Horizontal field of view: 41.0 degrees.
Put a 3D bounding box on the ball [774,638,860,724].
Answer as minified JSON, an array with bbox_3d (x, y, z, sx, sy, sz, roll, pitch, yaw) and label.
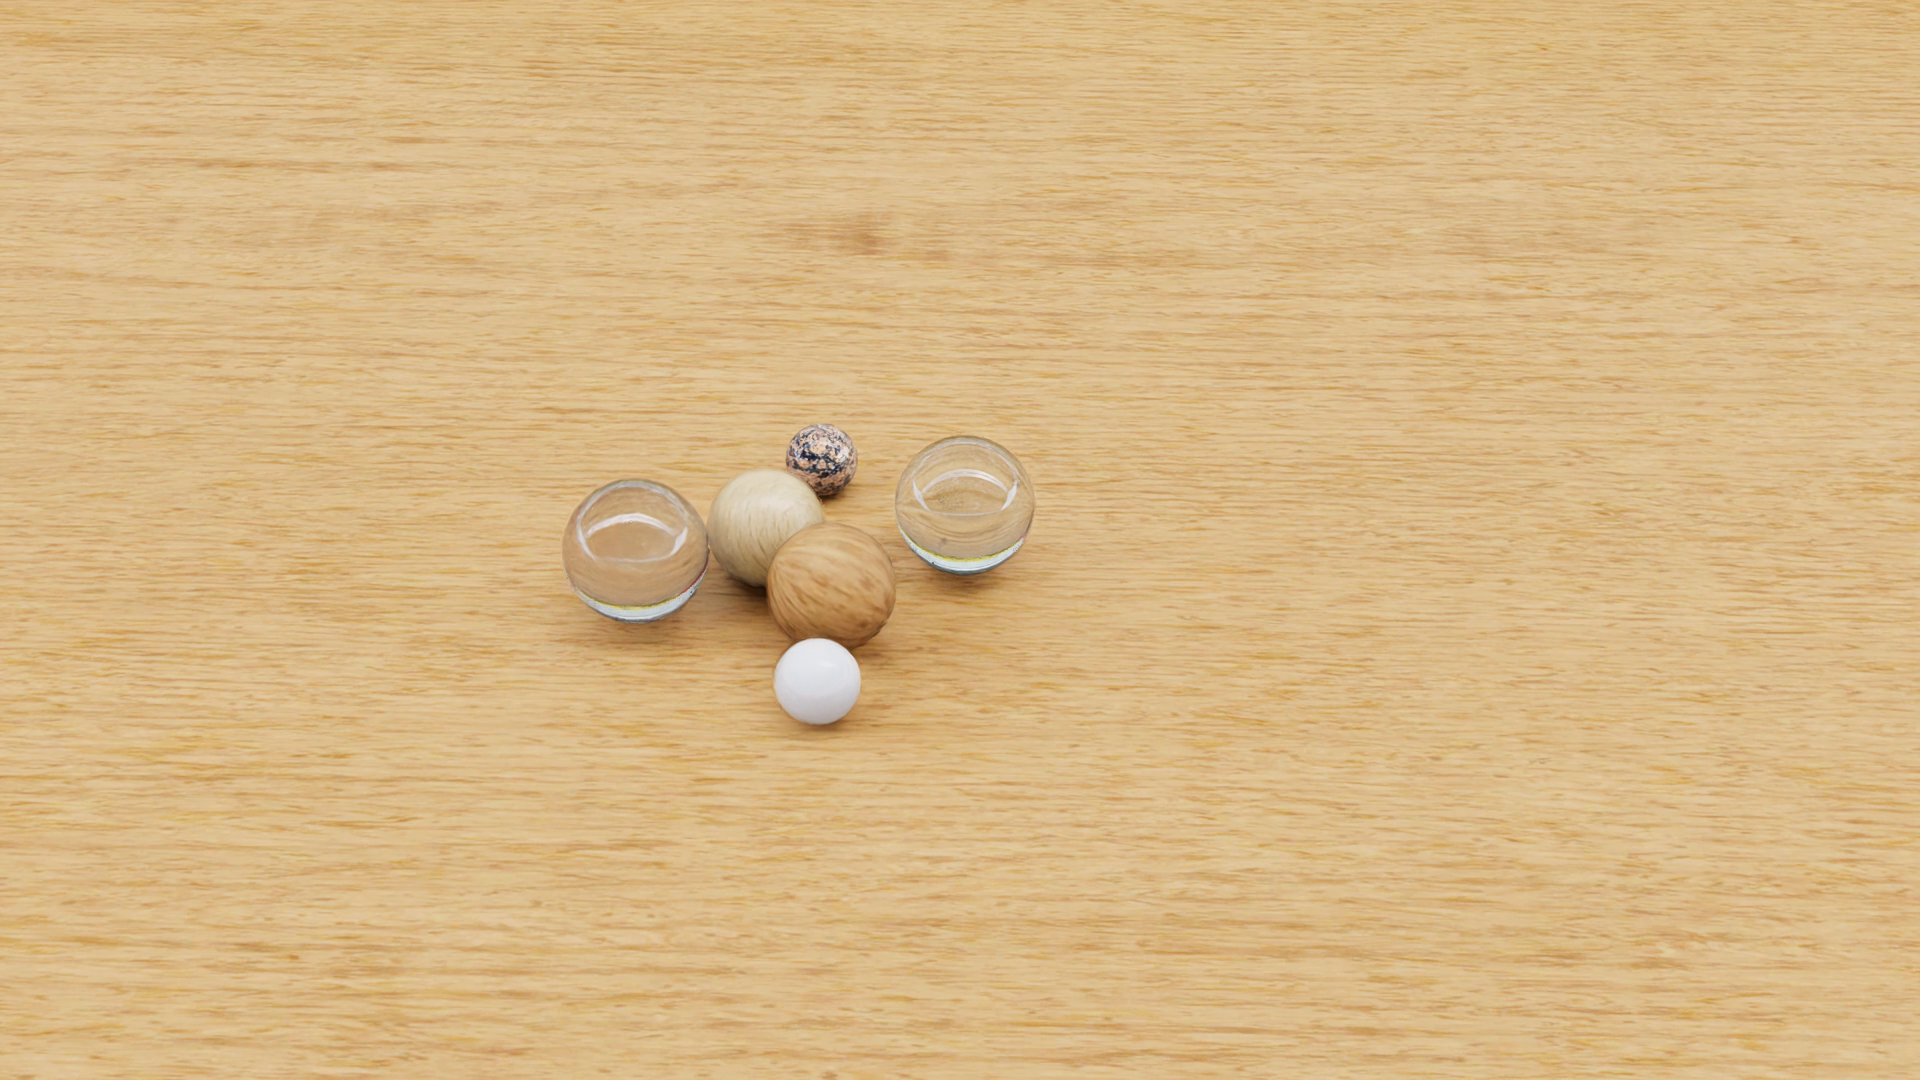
[{"bbox_3d":[-0.084,0.083,1.505,0.051,0.051,0.051,0,36,0],"label":"ball"}]

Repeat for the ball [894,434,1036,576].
[{"bbox_3d":[0.003,-0.022,1.616,0.089,0.089,0.089,0,36,0],"label":"ball"}]

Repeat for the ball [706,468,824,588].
[{"bbox_3d":[-0.122,-0.007,1.608,0.075,0.075,0.075,0,36,0],"label":"ball"}]

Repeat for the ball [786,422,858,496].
[{"bbox_3d":[-0.091,-0.053,1.692,0.048,0.048,0.048,0,36,0],"label":"ball"}]

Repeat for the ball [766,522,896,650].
[{"bbox_3d":[-0.078,0.029,1.555,0.079,0.079,0.079,0,36,0],"label":"ball"}]

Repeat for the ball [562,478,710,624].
[{"bbox_3d":[-0.199,0.007,1.576,0.090,0.090,0.090,0,36,0],"label":"ball"}]
